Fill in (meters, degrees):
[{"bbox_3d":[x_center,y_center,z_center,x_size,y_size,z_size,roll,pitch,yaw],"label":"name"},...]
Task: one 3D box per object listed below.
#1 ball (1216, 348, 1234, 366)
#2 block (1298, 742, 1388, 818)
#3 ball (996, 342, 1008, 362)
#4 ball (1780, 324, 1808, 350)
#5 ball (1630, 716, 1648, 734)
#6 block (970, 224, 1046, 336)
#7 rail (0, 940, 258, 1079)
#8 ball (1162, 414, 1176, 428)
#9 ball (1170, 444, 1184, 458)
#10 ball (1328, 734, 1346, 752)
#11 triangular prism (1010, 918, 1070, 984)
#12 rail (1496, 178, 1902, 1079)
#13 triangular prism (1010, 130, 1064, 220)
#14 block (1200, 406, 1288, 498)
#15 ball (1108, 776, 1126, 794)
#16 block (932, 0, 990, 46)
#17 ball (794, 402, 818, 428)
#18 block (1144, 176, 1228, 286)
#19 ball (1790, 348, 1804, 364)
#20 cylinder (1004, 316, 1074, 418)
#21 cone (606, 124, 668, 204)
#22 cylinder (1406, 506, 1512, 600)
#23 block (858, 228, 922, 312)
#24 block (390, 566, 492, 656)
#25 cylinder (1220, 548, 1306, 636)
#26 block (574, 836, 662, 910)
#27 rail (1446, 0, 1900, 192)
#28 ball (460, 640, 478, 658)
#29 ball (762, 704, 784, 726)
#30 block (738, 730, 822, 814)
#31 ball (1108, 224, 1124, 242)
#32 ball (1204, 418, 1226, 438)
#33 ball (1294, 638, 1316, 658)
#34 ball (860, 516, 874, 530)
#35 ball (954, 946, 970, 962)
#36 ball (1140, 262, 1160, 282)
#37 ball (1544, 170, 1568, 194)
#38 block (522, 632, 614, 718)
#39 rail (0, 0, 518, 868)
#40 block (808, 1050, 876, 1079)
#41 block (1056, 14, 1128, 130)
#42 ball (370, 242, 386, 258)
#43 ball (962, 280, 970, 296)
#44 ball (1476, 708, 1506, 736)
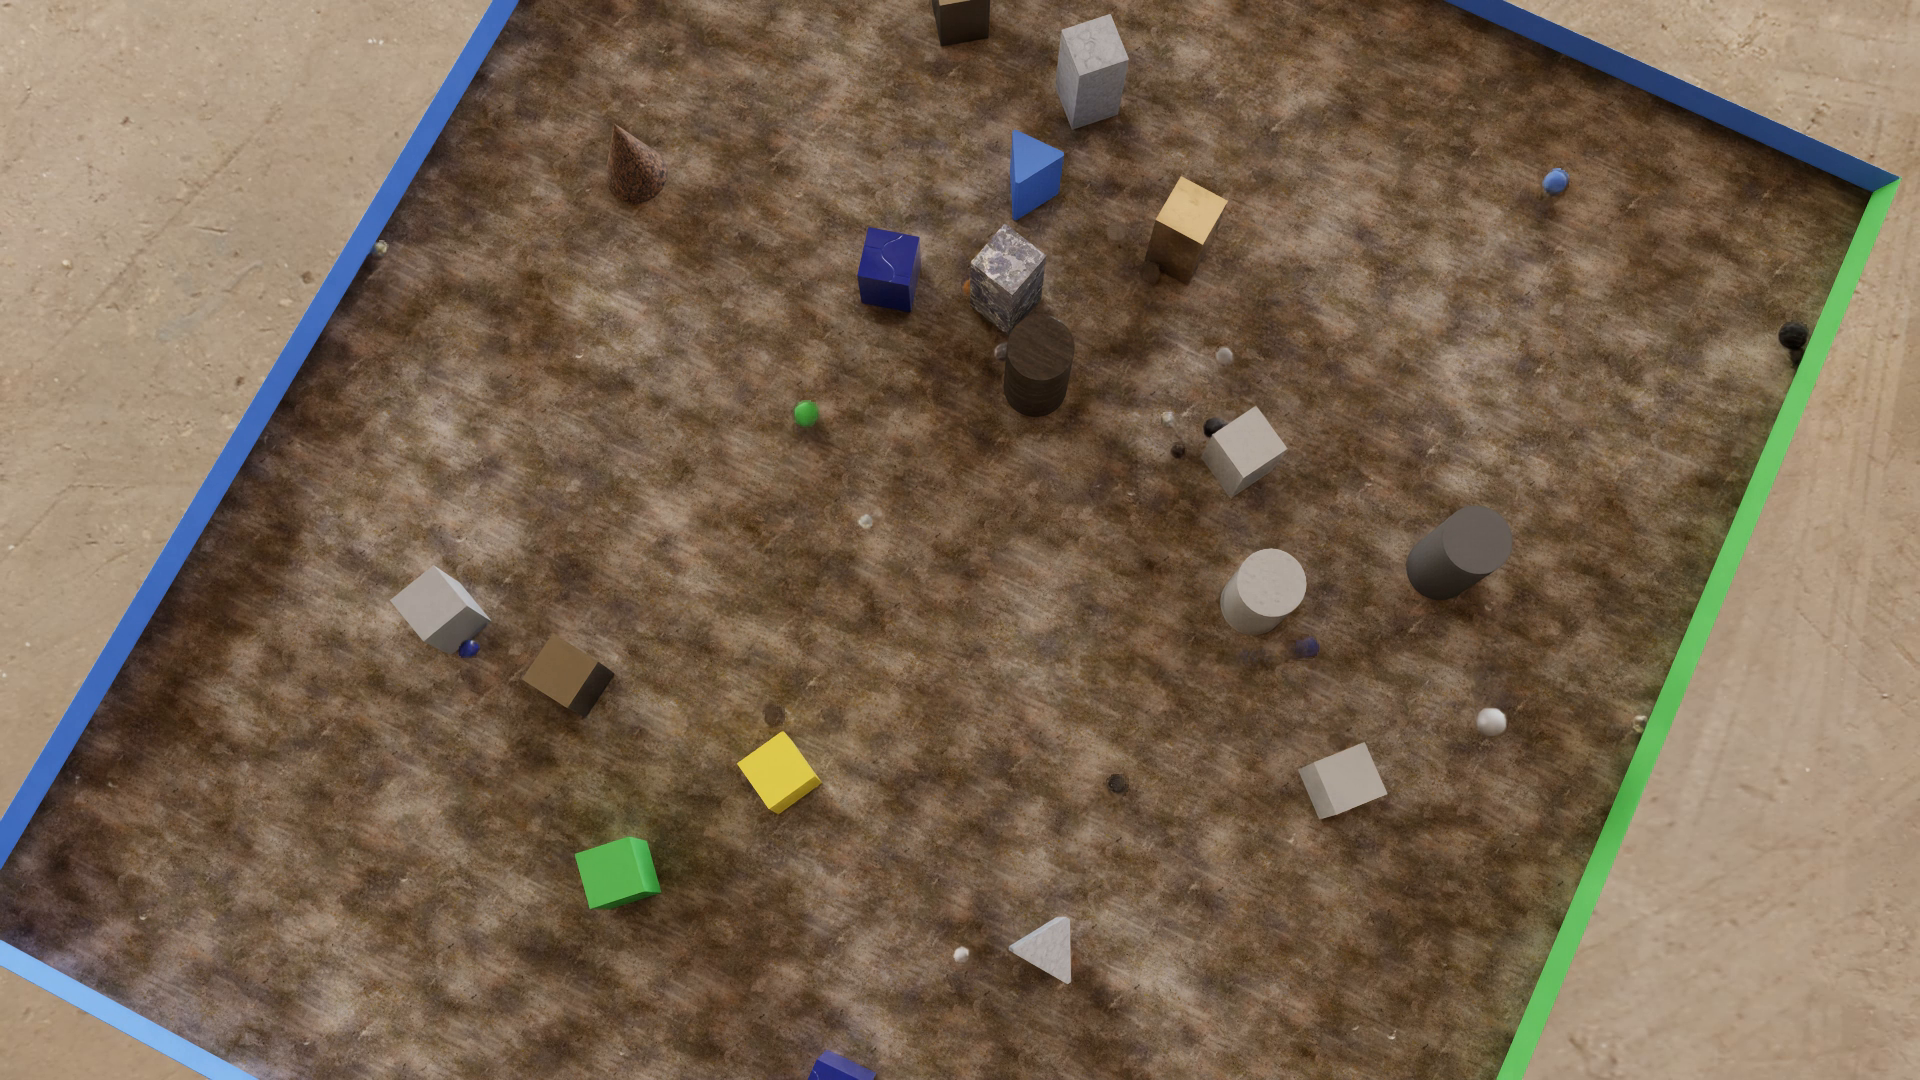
[{"bbox_3d":[0.825,-0.570,5.708,0.052,0.052,0.052,0,78,0],"label":"ball"},{"bbox_3d":[1.112,0.704,5.341,0.159,0.254,0.159,-21,79,-4],"label":"block"},{"bbox_3d":[0.140,-0.585,5.707,0.060,0.060,0.060,0,78,0],"label":"ball"},{"bbox_3d":[2.595,-0.635,5.707,0.080,0.080,0.080,0,78,0],"label":"ball"},{"bbox_3d":[2.033,0.551,5.476,0.053,0.053,0.053,0,78,0],"label":"ball"},{"bbox_3d":[0.143,-0.788,5.582,0.159,0.387,0.159,39,81,7],"label":"block"},{"bbox_3d":[-1.037,2.037,5.128,4.233,0.129,0.045,26,80,5],"label":"rail"},{"bbox_3d":[0.645,-0.369,5.672,0.041,0.041,0.041,0,78,0],"label":"ball"},{"bbox_3d":[0.671,-0.273,5.651,0.044,0.044,0.044,0,78,0],"label":"ball"},{"bbox_3d":[1.125,0.603,5.464,0.054,0.054,0.054,0,78,0],"label":"ball"},{"bbox_3d":[0.253,1.124,5.132,0.172,0.494,0.149,29,80,6],"label":"triangular prism"},{"bbox_3d":[1.872,0.923,5.359,0.045,0.129,4.684,26,80,5],"label":"rail"},{"bbox_3d":[0.204,-1.155,5.702,0.172,0.300,0.149,-33,80,-6],"label":"triangular prism"},{"bbox_3d":[0.854,-0.262,5.533,0.159,0.271,0.159,-33,80,-6],"label":"block"},{"bbox_3d":[0.468,0.725,5.439,0.053,0.053,0.053,0,78,0],"label":"ball"},{"bbox_3d":[0.001,-1.720,5.833,0.159,0.273,0.159,-11,79,-2],"label":"block"},{"bbox_3d":[-0.476,-0.386,5.658,0.075,0.075,0.075,0,78,0],"label":"ball"},{"bbox_3d":[0.690,-0.945,5.628,0.159,0.360,0.159,29,80,6],"label":"block"},{"bbox_3d":[2.612,-0.572,5.711,0.047,0.047,0.047,0,78,0],"label":"ball"},{"bbox_3d":[0.234,-0.519,5.521,0.198,0.397,0.198,0,78,0],"label":"cylinder"},{"bbox_3d":[-1.035,-1.209,5.672,0.198,0.381,0.198,0,78,0],"label":"cone"},{"bbox_3d":[1.462,0.043,5.387,0.198,0.432,0.198,0,78,0],"label":"cylinder"},{"bbox_3d":[-0.216,-0.832,5.661,0.159,0.251,0.159,11,79,2],"label":"block"},{"bbox_3d":[-1.533,0.211,5.427,0.159,0.287,0.159,-40,81,-8],"label":"block"},{"bbox_3d":[0.891,0.157,5.407,0.198,0.347,0.198,0,78,0],"label":"cylinder"},{"bbox_3d":[-0.979,0.959,5.267,0.159,0.297,0.159,-18,79,-4],"label":"block"},{"bbox_3d":[1.037,-2.024,5.969,4.233,0.129,0.045,26,80,5],"label":"rail"},{"bbox_3d":[-1.479,0.327,5.521,0.054,0.054,0.054,0,78,0],"label":"ball"},{"bbox_3d":[-0.558,0.523,5.476,0.063,0.063,0.063,0,78,0],"label":"ball"},{"bbox_3d":[-0.522,0.680,5.335,0.159,0.275,0.159,-35,80,-7],"label":"block"},{"bbox_3d":[0.495,-0.970,5.791,0.052,0.052,0.052,0,78,0],"label":"ball"},{"bbox_3d":[0.789,-0.342,5.651,0.072,0.072,0.072,0,78,0],"label":"ball"},{"bbox_3d":[1.038,0.325,5.516,0.065,0.065,0.065,0,78,0],"label":"ball"},{"bbox_3d":[-0.287,-0.055,5.606,0.043,0.043,0.043,0,78,0],"label":"ball"},{"bbox_3d":[0.007,1.209,5.345,0.043,0.043,0.043,0,78,0],"label":"ball"},{"bbox_3d":[0.598,-0.840,5.759,0.062,0.062,0.062,0,78,0],"label":"ball"},{"bbox_3d":[1.888,-1.135,5.815,0.072,0.072,0.072,0,78,0],"label":"ball"},{"bbox_3d":[-1.150,0.402,5.399,0.159,0.262,0.159,31,80,6],"label":"block"},{"bbox_3d":[-1.872,-0.910,5.738,0.045,0.129,4.684,26,80,5],"label":"rail"},{"bbox_3d":[-0.346,1.540,5.100,0.159,0.387,0.159,24,79,5],"label":"block"},{"bbox_3d":[0.408,-1.456,5.721,0.159,0.385,0.159,-19,79,-4],"label":"block"},{"bbox_3d":[-1.835,-0.917,5.782,0.048,0.048,0.048,0,78,0],"label":"ball"},{"bbox_3d":[0.035,-0.793,5.753,0.054,0.054,0.054,0,78,0],"label":"ball"},{"bbox_3d":[1.583,0.542,5.460,0.086,0.086,0.086,0,78,0],"label":"ball"}]
